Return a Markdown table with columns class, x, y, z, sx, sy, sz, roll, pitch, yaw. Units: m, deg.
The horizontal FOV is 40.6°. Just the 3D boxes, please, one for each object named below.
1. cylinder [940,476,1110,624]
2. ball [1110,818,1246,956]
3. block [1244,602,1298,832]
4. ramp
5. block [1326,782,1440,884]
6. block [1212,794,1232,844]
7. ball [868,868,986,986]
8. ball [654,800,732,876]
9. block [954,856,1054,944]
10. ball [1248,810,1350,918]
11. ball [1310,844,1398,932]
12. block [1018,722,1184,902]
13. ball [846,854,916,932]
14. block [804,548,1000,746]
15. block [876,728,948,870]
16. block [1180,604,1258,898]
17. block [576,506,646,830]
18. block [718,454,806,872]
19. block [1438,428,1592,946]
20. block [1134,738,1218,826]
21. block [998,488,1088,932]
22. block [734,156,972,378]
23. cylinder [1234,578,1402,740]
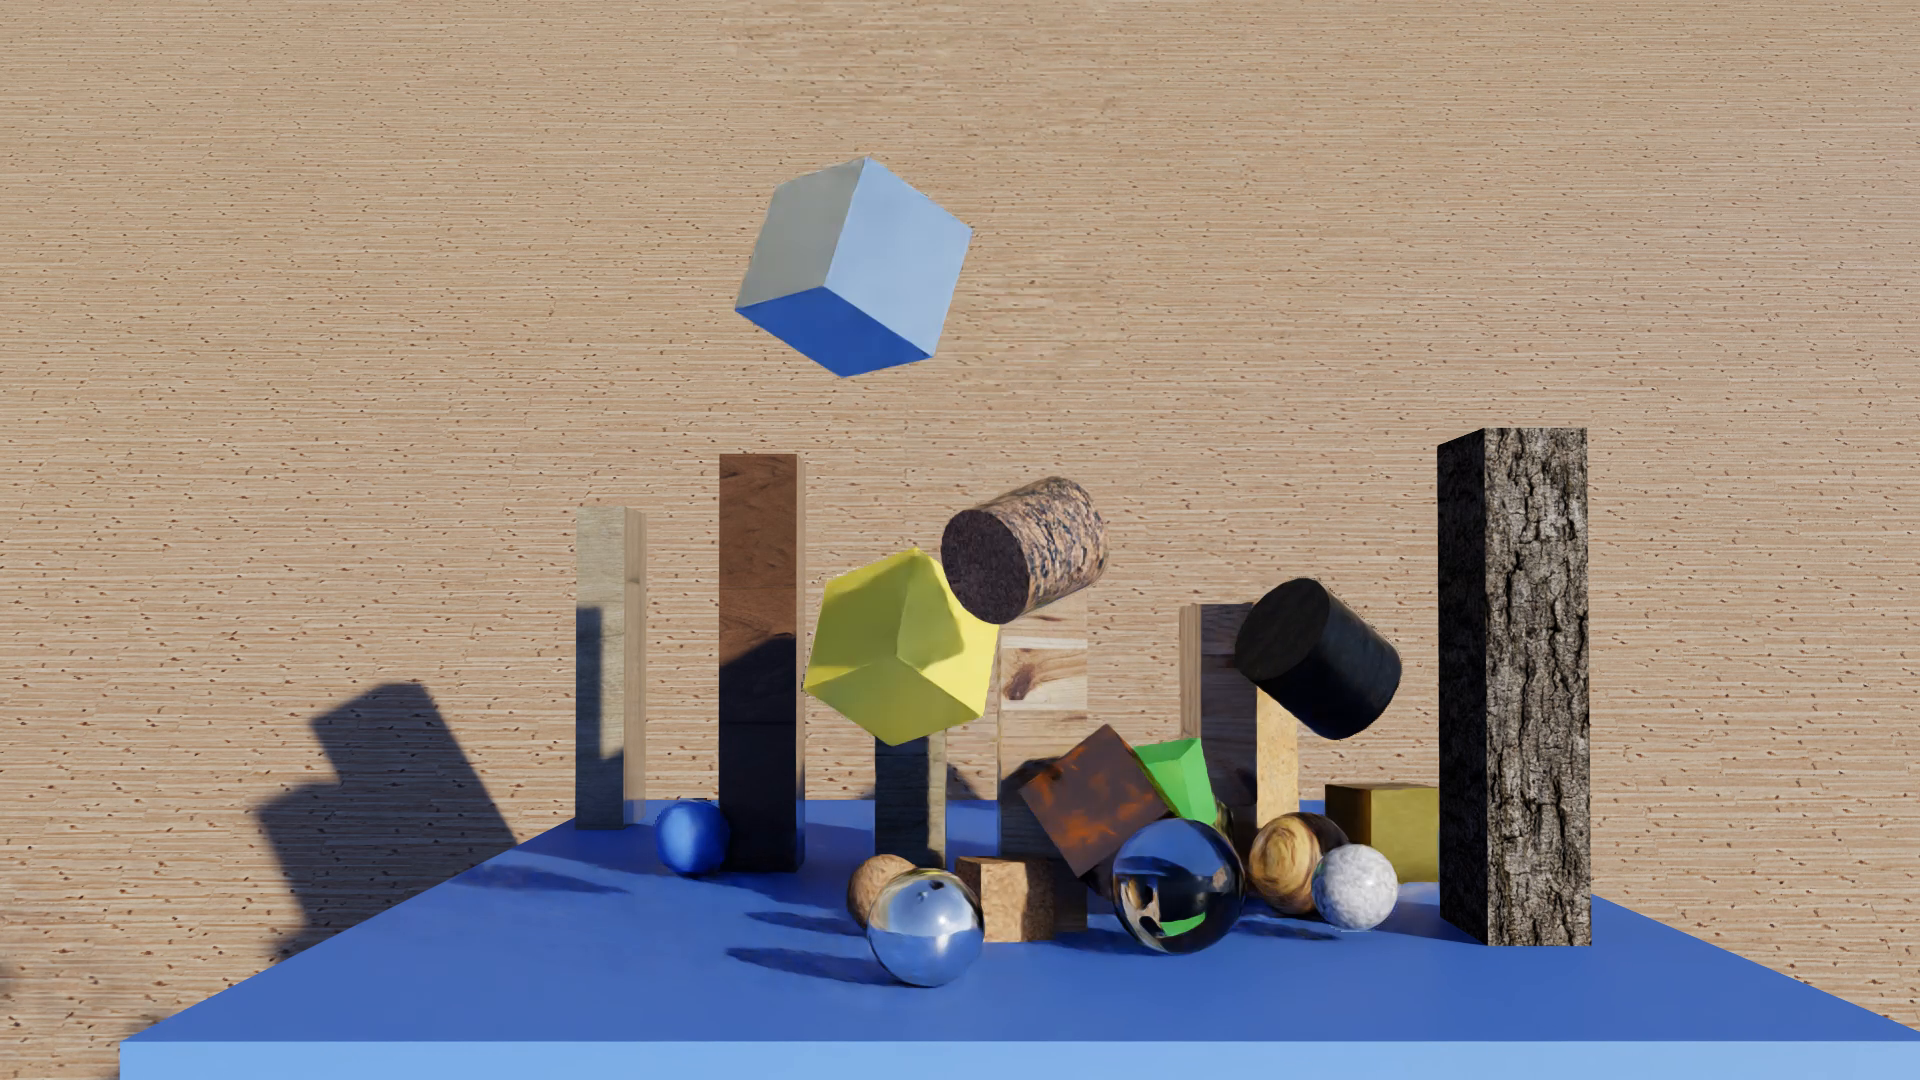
| class | x | y | z | sx | sy | sz | roll | pitch | yaw |
| --- | --- | --- | --- | --- | --- | --- | --- | --- | --- |
| cylinder | 0.083 | 0.012 | 3.333 | 0.153 | 0.153 | 0.153 | 29 | 36 | 34 |
| ball | 0.302 | 0.481 | 3.611 | 0.190 | 0.190 | 0.190 | 0 | 35 | 0 |
| block | 0.685 | 0.395 | 5.817 | 0.097 | 0.508 | 0.359 | 0 | -2 | 0 |
| ramp | 0.078 | 0.667 | 4.848 | 2.000 | 0.100 | 4.000 | 0 | -2 | 0 |
| block | 0.776 | 0.529 | 4.700 | 0.167 | 0.167 | 0.167 | 1 | -2 | -21 |
| block | 0.334 | 0.492 | 4.099 | 0.158 | 0.158 | 0.158 | -2 | 72 | 18 |
| ball | -0.043 | 0.490 | 3.294 | 0.150 | 0.150 | 0.150 | 0 | 35 | 0 |
| ball | -0.488 | 0.544 | 4.750 | 0.140 | 0.140 | 0.140 | 0 | 35 | 0 |
| block | 0.064 | 0.526 | 3.811 | 0.114 | 0.114 | 0.114 | 1 | -2 | -19 |
| ball | 0.537 | 0.508 | 4.074 | 0.166 | 0.166 | 0.166 | 0 | 35 | 0 |
| ball | 0.569 | 0.501 | 3.744 | 0.125 | 0.125 | 0.125 | 0 | 35 | 0 |
| block | 0.215 | 0.397 | 3.774 | 0.162 | 0.162 | 0.162 | -37 | 63 | 3 |
| ball | -0.108 | 0.523 | 3.823 | 0.120 | 0.120 | 0.120 | 0 | 35 | 0 |
| block | -0.079 | 0.152 | 3.649 | 0.179 | 0.179 | 0.179 | -22 | 45 | 39 |
| block | -0.086 | 0.353 | 4.768 | 0.123 | 0.523 | 0.384 | 0 | -2 | 0 |
| block | 0.455 | 0.362 | 4.594 | 0.095 | 0.493 | 0.430 | 0 | -2 | 0 |
| block | -0.810 | 0.294 | 6.048 | 0.108 | 0.727 | 0.414 | 0 | -2 | 0 |
| block | -0.376 | 0.232 | 4.967 | 0.144 | 0.778 | 0.286 | 0 | -2 | 0 |
| block | 0.827 | 0.215 | 3.903 | 0.147 | 0.741 | 0.371 | 0 | -2 | 0 |
| block | 0.302 | 0.388 | 3.956 | 0.129 | 0.129 | 0.129 | -10 | 7 | 20 |
| block | 0.126 | 0.259 | 4.057 | 0.130 | 0.664 | 0.328 | 0 | -2 | 0 |
| block | -0.124 | -0.315 | 3.025 | 0.171 | 0.171 | 0.171 | -8 | 59 | 49 |
| cylinder | 0.597 | 0.199 | 4.332 | 0.196 | 0.196 | 0.196 | -34 | 35 | 28 |
